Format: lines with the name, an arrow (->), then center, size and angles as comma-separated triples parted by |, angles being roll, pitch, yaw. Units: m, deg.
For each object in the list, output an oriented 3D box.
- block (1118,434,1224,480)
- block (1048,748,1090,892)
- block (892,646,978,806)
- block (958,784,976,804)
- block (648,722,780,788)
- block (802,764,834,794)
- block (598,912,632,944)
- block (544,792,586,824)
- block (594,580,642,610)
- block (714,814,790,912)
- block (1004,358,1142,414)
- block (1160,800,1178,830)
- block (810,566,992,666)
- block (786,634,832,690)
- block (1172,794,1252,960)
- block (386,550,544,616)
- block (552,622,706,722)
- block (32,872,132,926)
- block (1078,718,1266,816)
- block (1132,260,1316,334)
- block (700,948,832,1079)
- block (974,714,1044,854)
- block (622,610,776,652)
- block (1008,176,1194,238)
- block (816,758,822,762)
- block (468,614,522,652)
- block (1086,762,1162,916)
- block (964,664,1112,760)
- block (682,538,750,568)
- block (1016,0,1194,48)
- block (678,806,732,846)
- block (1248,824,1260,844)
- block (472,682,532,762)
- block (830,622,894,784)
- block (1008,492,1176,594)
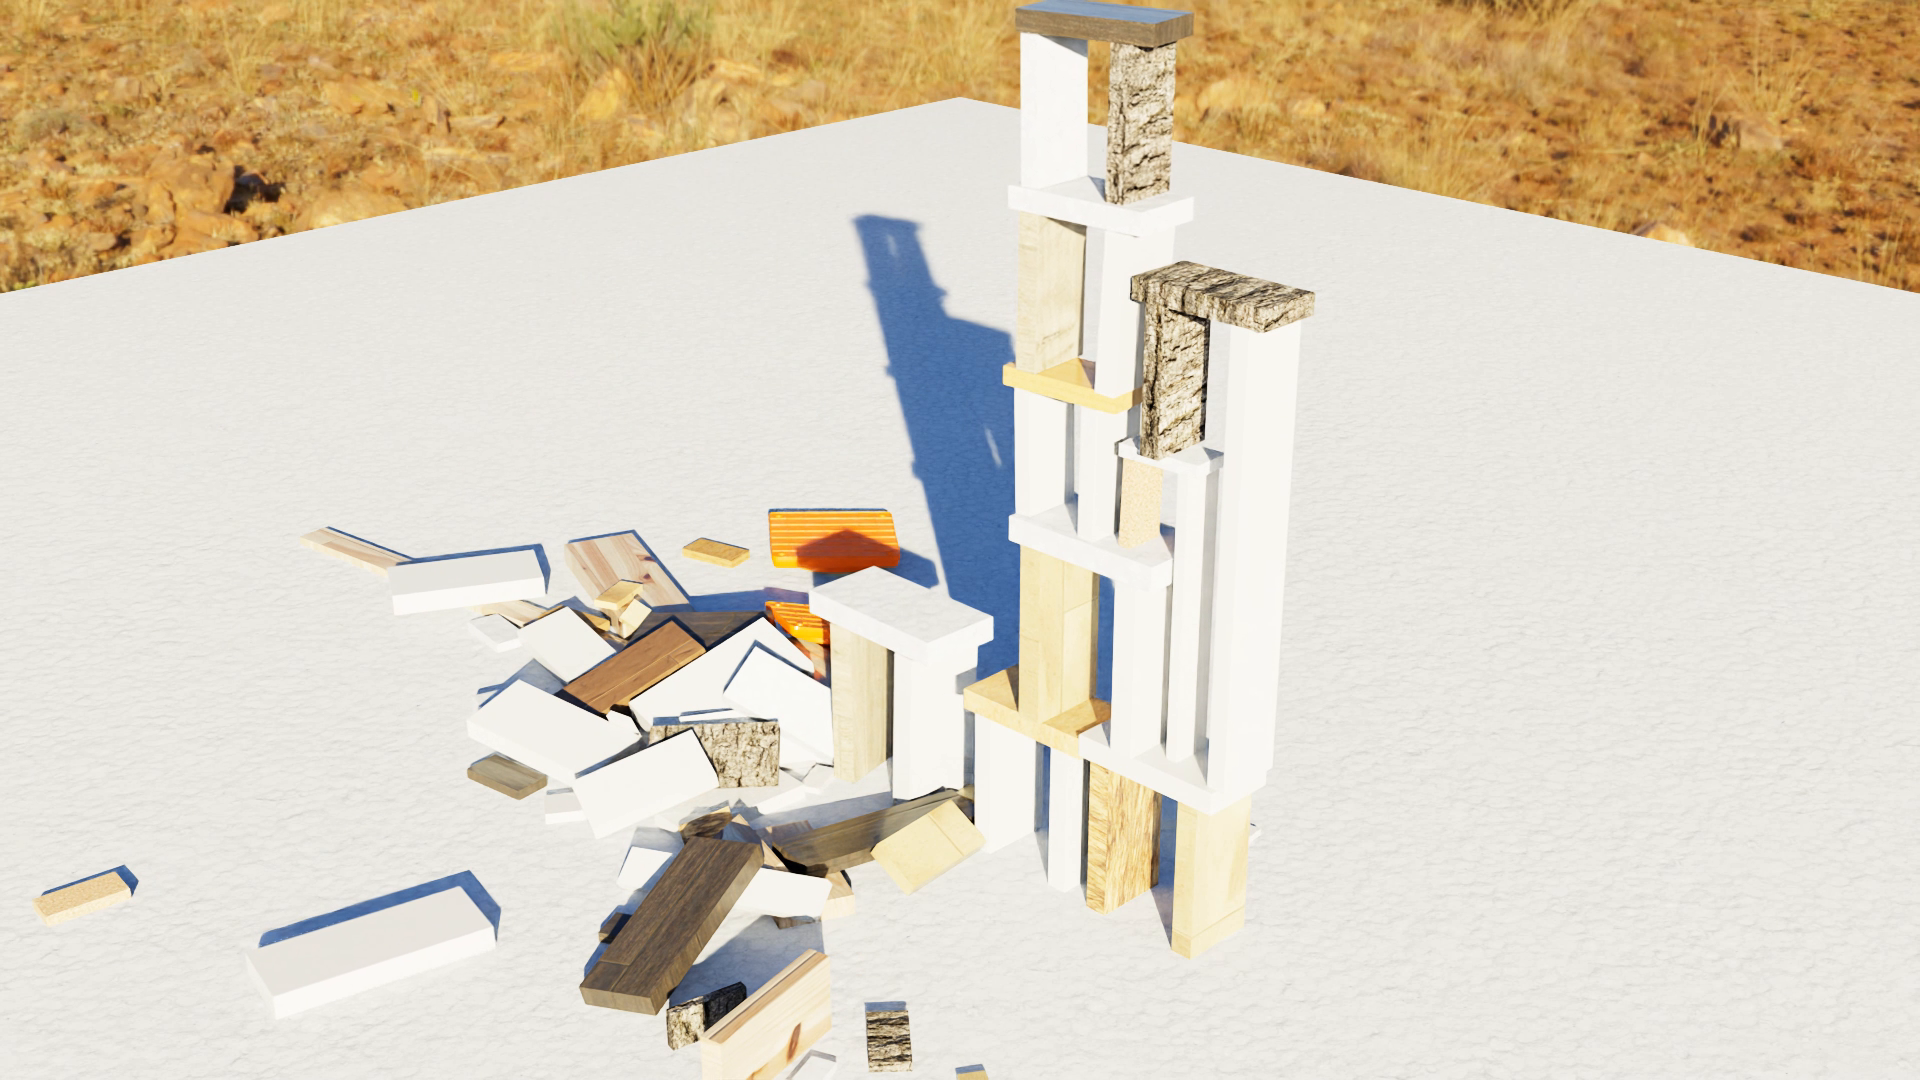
block -> 0.363, -0.146, 3.765 | 0.166, 0.023, 0.083 | 19, 30, 37
block -> 0.236, 0.507, 4.185 | 0.042, 0.297, 0.148 | 21, 31, 40
block -> -0.051, 0.367, 4.439 | 0.177, 0.355, 0.050 | -20, 32, -39
block -> 0.043, 0.529, 4.498 | 0.096, 0.014, 0.048 | 17, 28, 35
block -> -0.504, 0.443, 4.511 | 0.265, 0.038, 0.133 | -2, 51, 1
block -> -0.295, 0.498, 4.571 | 0.046, 0.013, 0.092 | 8, 24, 18
block -> -0.581, 0.722, 4.032 | 0.145, 0.021, 0.072 | 8, 24, 18
block -> -0.763, 0.539, 4.462 | 0.156, 0.022, 0.078 | -5, 23, -11
block -> -0.822, 0.133, 5.295 | 0.061, 0.017, 0.121 | 9, 25, 21
block -> -0.414, 0.613, 4.190 | 0.110, 0.031, 0.221 | -42, 31, -9
block -> 0.210, -0.279, 3.860 | 0.245, 0.035, 0.122 | 18, 29, 36
block -> 0.472, 0.551, 4.435 | 0.157, 0.022, 0.078 | -2, 23, -6
block -> -0.121, 0.150, 4.433 | 0.177, 0.050, 0.355 | -20, 30, -39
block -> -0.332, 0.303, 4.874 | 0.158, 0.045, 0.317 | -16, 28, -33
block -> 0.455, 0.588, 3.977 | 0.044, 0.310, 0.155 | 21, 31, 41
block -> -1.213, 0.103, 5.397 | 0.359, 0.051, 0.180 | -7, 24, -16
block -> -0.727, 0.310, 4.830 | 0.328, 0.047, 0.164 | -33, 34, -19
block -> -1.653, 0.676, 4.140 | 0.156, 0.022, 0.078 | -18, 29, -36
block -> 0.382, 0.397, 3.975 | 0.310, 0.044, 0.155 | 21, 31, 41
block -> 0.429, -0.399, 3.591 | 0.270, 0.038, 0.135 | 21, 31, 40
block -> -0.318, 0.816, 3.648 | 0.042, 0.148, 0.295 | 14, 27, 30
block -> 0.097, 0.453, 4.314 | 0.148, 0.297, 0.042 | -21, 31, -40
block -> -0.592, 0.225, 4.988 | 0.317, 0.045, 0.158 | -2, 31, 23
block -> 0.236, -0.571, 3.719 | 0.285, 0.040, 0.143 | 19, 30, 38
block -> -0.298, 0.453, 4.676 | 0.092, 0.013, 0.046 | -8, 24, -18
block -> -1.096, 0.220, 5.214 | 0.078, 0.022, 0.157 | -17, 28, -34
block -> 0.309, 0.531, 4.111 | 0.044, 0.310, 0.155 | 21, 31, 41
block -> 0.166, 0.324, 4.182 | 0.297, 0.042, 0.148 | 21, 31, 40
block -> -0.627, 0.035, 5.651 | 0.156, 0.022, 0.078 | 13, 26, 28
block -> 0.236, -0.850, 3.605 | 0.262, 0.037, 0.131 | 15, 27, 31
block -> -0.498, 0.572, 4.341 | 0.112, 0.056, 0.016 | -19, -1, -38
block -> 0.550, 0.589, 4.355 | 0.048, 0.014, 0.095 | 17, 29, 35
block -> -0.954, 0.395, 4.782 | 0.134, 0.038, 0.268 | -12, 26, -26
block -> -0.194, 0.308, 4.580 | 0.050, 0.355, 0.177 | 14, 27, 29
block -> 0.267, 0.000, 3.934 | 0.335, 0.047, 0.167 | 21, 31, 40
